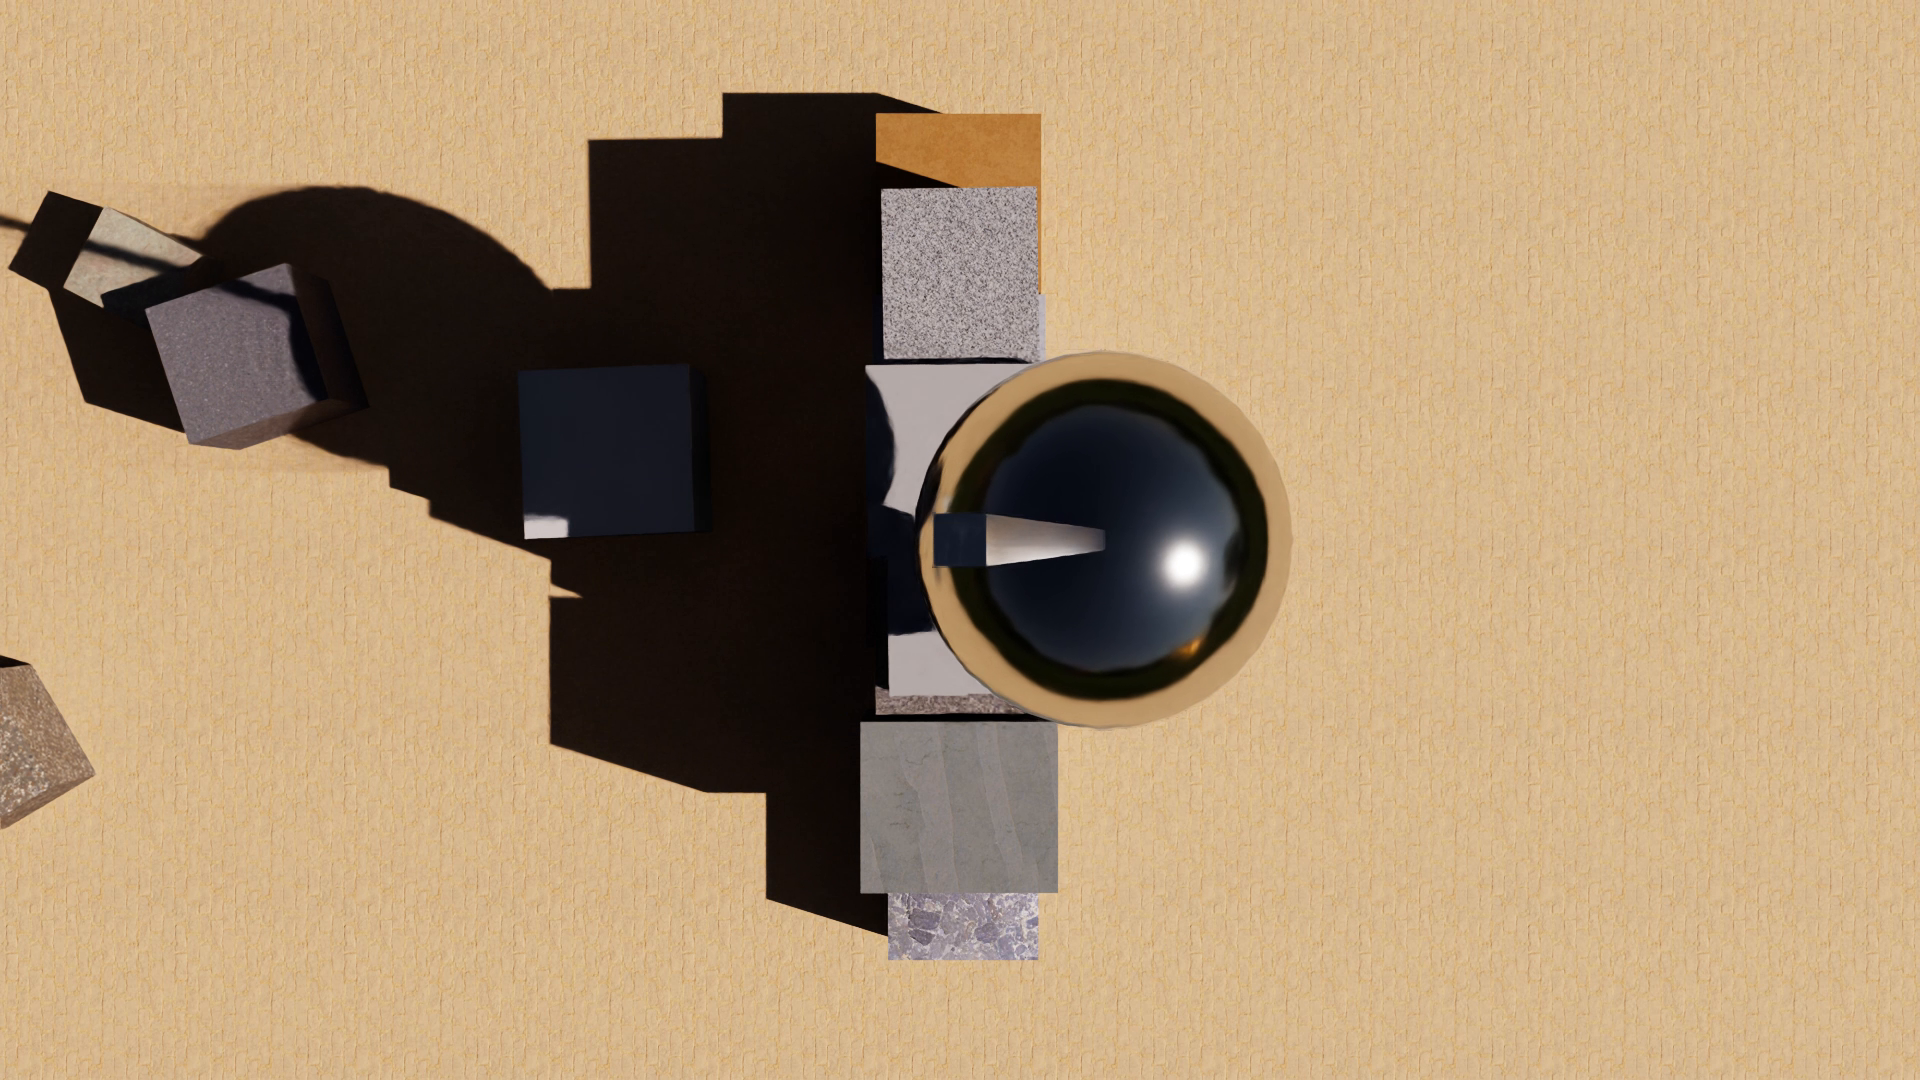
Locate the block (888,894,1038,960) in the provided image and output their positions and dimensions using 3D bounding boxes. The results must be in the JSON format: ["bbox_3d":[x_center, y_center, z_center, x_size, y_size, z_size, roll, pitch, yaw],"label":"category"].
[{"bbox_3d":[0.018,1.945,12.658,0.843,0.684,0.818,0,90,0],"label":"block"}]

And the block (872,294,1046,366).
[{"bbox_3d":[-0.004,-0.856,12.568,0.953,0.863,0.997,0,90,0],"label":"block"}]

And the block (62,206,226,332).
[{"bbox_3d":[-4.724,-1.536,12.761,0.597,0.478,0.524,27,90,0],"label":"block"}]

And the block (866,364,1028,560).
[{"bbox_3d":[-0.026,-0.396,11.671,0.905,0.905,0.978,-1,88,0],"label":"block"}]

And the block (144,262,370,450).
[{"bbox_3d":[-4.000,-1.031,12.582,0.817,0.836,0.788,-18,90,0],"label":"block"}]

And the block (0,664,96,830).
[{"bbox_3d":[-5.560,1.218,12.674,0.618,0.652,0.757,-31,90,0],"label":"block"}]

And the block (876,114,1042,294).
[{"bbox_3d":[-0.007,-1.859,12.568,0.913,0.864,0.989,0,90,0],"label":"block"}]

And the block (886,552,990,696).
[{"bbox_3d":[0.009,0.411,10.812,0.700,0.752,0.680,-1,87,0],"label":"block"}]

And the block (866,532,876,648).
[{"bbox_3d":[-0.010,0.121,12.561,1.011,0.878,0.943,0,90,0],"label":"block"}]

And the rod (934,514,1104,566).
[{"bbox_3d":[0.260,0.000,5.908,0.080,5.200,0.080,0,90,6],"label":"rod"}]

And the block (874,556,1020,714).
[{"bbox_3d":[-0.016,0.502,11.642,0.831,0.915,0.802,-1,87,0],"label":"block"}]

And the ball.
[{"bbox_3d":[0.600,0.000,9.291,1.600,1.600,1.600,0,90,0],"label":"ball"}]

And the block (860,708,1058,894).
[{"bbox_3d":[-0.003,1.367,11.666,1.010,0.859,0.875,0,90,0],"label":"block"}]

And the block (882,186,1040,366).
[{"bbox_3d":[0.002,-1.357,11.744,0.804,0.783,0.924,-1,90,0],"label":"block"}]

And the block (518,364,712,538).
[{"bbox_3d":[-1.948,-0.489,12.550,0.935,0.900,0.924,-3,90,0],"label":"block"}]
